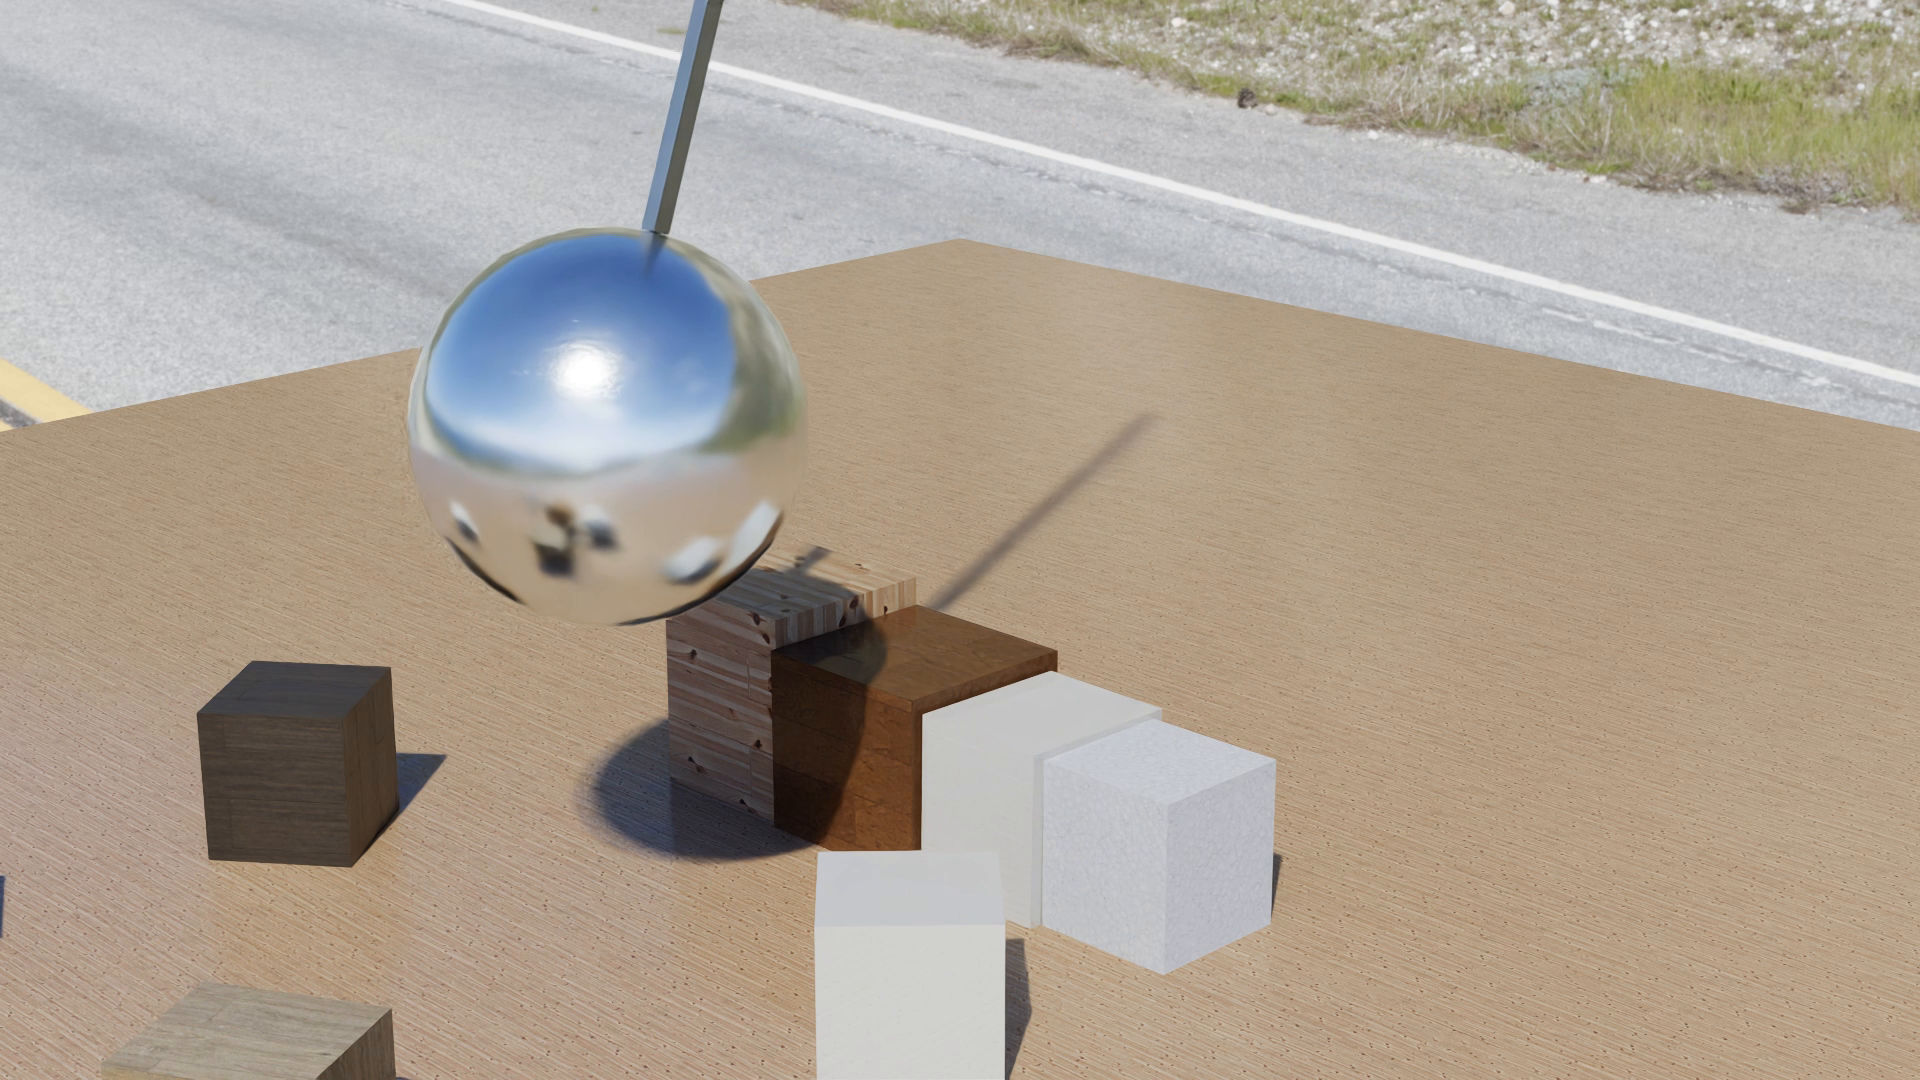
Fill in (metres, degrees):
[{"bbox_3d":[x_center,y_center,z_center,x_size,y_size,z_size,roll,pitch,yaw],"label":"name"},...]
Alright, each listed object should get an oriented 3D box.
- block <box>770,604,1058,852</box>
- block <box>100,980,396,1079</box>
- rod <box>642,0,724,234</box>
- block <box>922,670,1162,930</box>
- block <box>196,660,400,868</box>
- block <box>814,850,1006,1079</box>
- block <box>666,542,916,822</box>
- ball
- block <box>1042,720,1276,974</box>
[{"bbox_3d":[-0.214,0.943,13.853,0.952,0.894,0.948,-17,24,-42],"label":"block"},{"bbox_3d":[-2.548,2.089,10.606,0.773,0.655,0.696,5,18,16],"label":"block"},{"bbox_3d":[-0.608,-3.751,11.526,0.080,5.200,0.080,17,5,42],"label":"rod"},{"bbox_3d":[0.367,1.161,13.286,0.837,0.819,0.689,-16,24,-43],"label":"block"},{"bbox_3d":[-3.102,1.045,13.802,0.687,0.729,0.715,2,18,7],"label":"block"},{"bbox_3d":[-0.201,1.715,11.681,0.731,0.723,0.718,0,17,-1],"label":"block"},{"bbox_3d":[-0.826,0.684,14.451,0.920,1.030,0.812,-17,24,-42],"label":"block"},{"bbox_3d":[-1.402,-0.452,11.730,1.600,1.600,1.600,0,17,0],"label":"ball"},{"bbox_3d":[0.867,1.326,12.825,0.708,0.779,0.720,17,24,42],"label":"block"}]
